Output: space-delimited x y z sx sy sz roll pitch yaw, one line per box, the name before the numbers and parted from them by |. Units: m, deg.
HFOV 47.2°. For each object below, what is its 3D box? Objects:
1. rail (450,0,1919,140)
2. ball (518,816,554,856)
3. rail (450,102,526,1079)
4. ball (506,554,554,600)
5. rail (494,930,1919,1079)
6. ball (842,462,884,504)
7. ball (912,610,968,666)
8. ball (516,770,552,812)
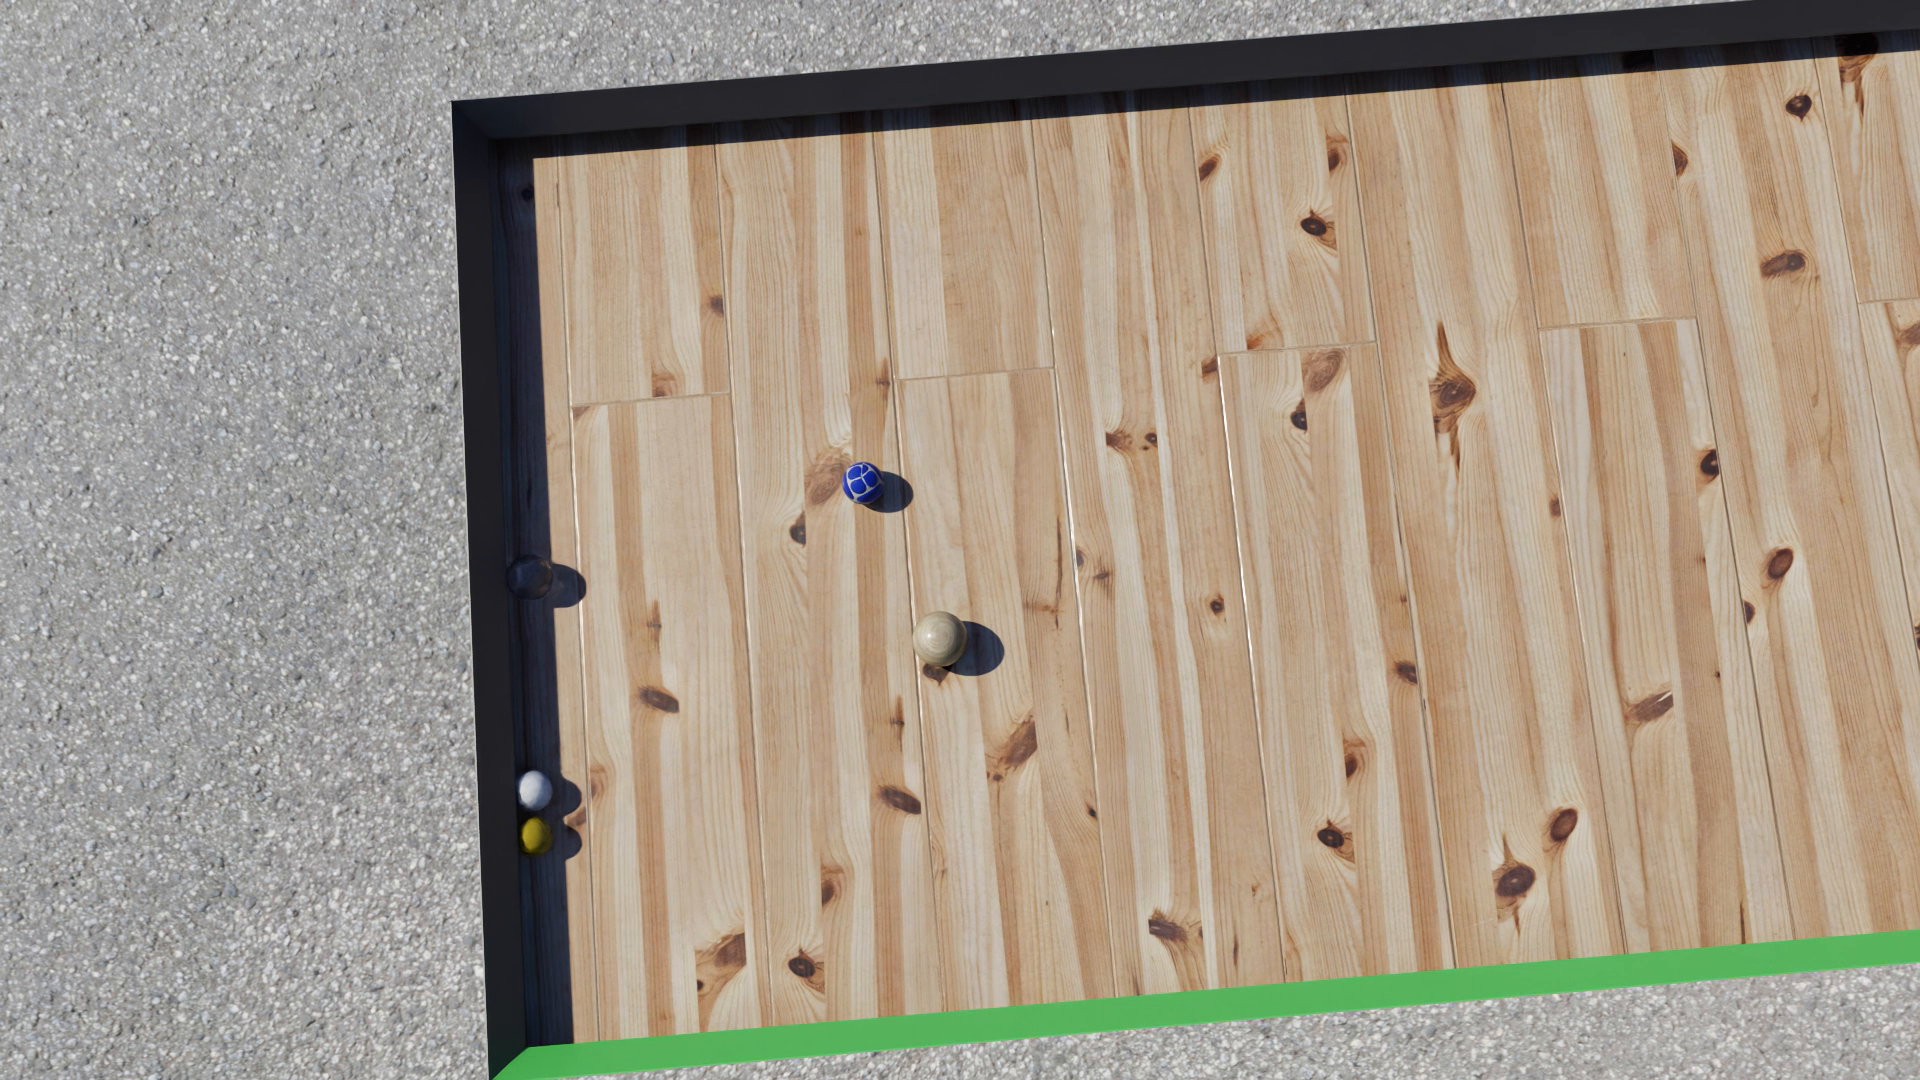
rail | 0.662 -0.757 3.438 2.893 0.108 0.045 -5 78 -1
ball | -0.624 0.434 3.219 0.058 0.058 0.058 0 78 0
rail | -0.697 0.052 3.271 0.045 0.108 1.470 -5 78 -1
ball | -0.644 0.056 3.291 0.070 0.070 0.070 0 78 0
rail | 0.779 0.631 3.151 2.893 0.108 0.045 -5 78 -1
ball | -0.146 -0.086 3.322 0.065 0.065 0.065 0 78 0
ball | -0.030 0.147 3.265 0.083 0.083 0.083 0 78 0
ball | -0.628 0.369 3.232 0.059 0.059 0.059 0 78 0
